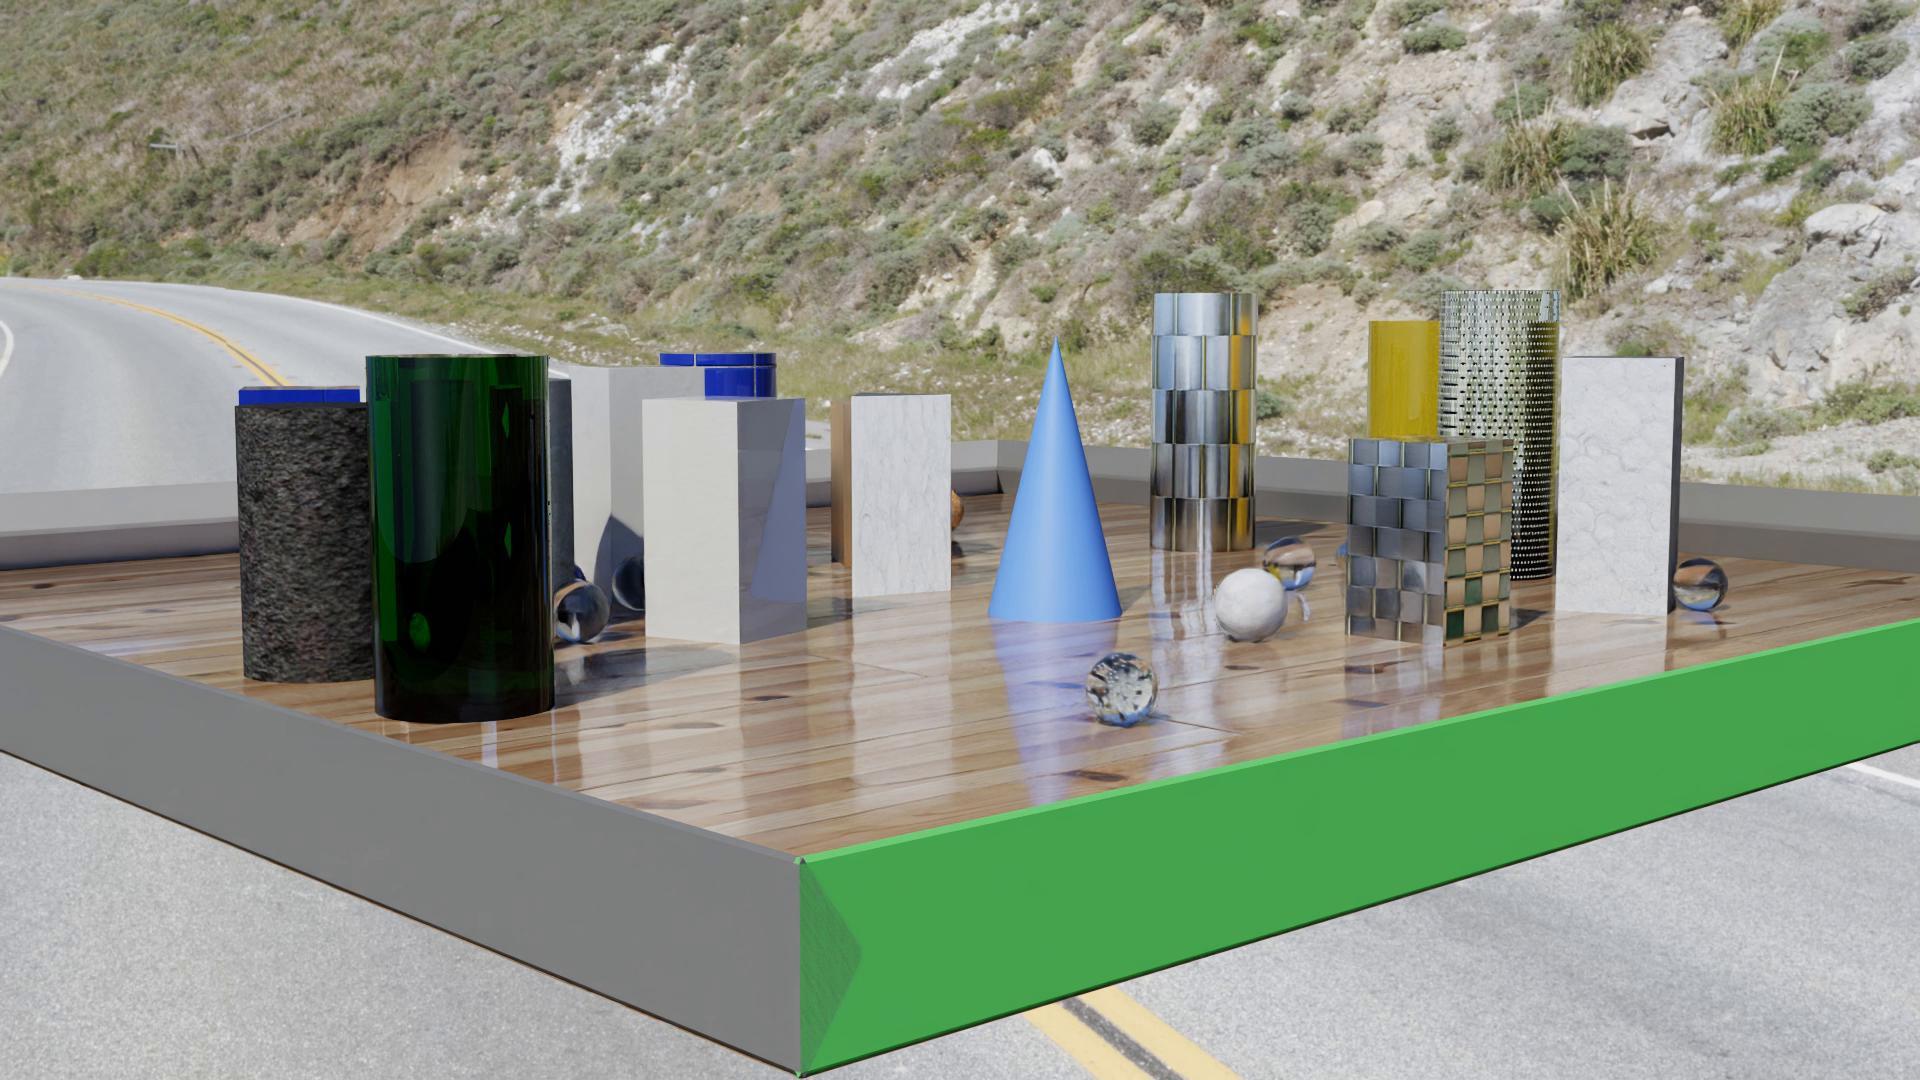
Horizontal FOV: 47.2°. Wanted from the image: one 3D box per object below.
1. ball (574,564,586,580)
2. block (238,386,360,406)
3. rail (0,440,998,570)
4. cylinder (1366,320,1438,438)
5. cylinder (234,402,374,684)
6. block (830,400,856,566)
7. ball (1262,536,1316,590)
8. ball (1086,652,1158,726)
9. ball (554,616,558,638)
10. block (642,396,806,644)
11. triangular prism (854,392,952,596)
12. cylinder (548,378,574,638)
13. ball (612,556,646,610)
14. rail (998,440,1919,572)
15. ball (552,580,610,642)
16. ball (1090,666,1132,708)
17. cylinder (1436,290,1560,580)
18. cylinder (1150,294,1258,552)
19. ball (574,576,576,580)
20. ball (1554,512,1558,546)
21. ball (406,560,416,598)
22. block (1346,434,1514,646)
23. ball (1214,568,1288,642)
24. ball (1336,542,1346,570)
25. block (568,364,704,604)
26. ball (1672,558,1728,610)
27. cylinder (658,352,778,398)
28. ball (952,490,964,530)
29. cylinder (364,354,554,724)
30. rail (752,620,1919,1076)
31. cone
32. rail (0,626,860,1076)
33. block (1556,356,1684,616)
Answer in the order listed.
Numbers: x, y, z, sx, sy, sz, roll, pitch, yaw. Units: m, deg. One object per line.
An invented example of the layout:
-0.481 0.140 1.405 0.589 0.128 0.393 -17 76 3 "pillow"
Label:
-0.595 0.067 3.279 0.076 0.076 0.076 0 6 0 "ball"
-0.924 -0.046 3.101 0.159 0.337 0.159 -2 6 -15 "block"
-0.974 -0.076 4.382 2.946 0.129 0.045 -5 8 -42 "rail"
0.835 -0.182 3.972 0.199 0.426 0.199 0 6 0 "cylinder"
-0.787 -0.002 2.717 0.199 0.329 0.199 0 6 0 "cylinder"
-0.141 -0.105 3.928 0.159 0.283 0.159 -1 6 -11 "block"
0.527 0.038 3.515 0.085 0.085 0.085 0 6 0 "ball"
0.174 0.160 2.371 0.078 0.078 0.078 0 6 0 "ball"
-0.560 0.115 2.896 0.060 0.060 0.060 0 6 0 "ball"
-0.323 -0.032 3.032 0.159 0.325 0.159 3 7 30 "block"
-0.125 -0.078 3.530 0.172 0.312 0.149 -3 7 -29 "triangular prism"
-0.636 -0.047 3.046 0.199 0.350 0.199 0 6 0 "cylinder"
-0.478 0.065 3.274 0.080 0.080 0.080 0 6 0 "ball"
1.065 -0.068 4.309 0.045 0.129 2.920 -5 8 -42 "rail"
-0.515 0.095 2.961 0.085 0.085 0.085 0 6 0 "ball"
0.169 0.166 2.469 0.047 0.047 0.047 0 6 0 "ball"
0.905 -0.180 3.713 0.199 0.478 0.199 0 6 0 "cylinder"
0.458 -0.224 4.139 0.199 0.477 0.199 0 6 0 "cylinder"
-0.600 0.070 3.198 0.087 0.087 0.087 0 6 0 "ball"
1.055 -0.020 4.034 0.093 0.093 0.093 0 6 0 "ball"
-0.860 0.061 3.305 0.083 0.083 0.083 0 6 0 "ball"
0.644 -0.004 3.021 0.159 0.270 0.159 -6 8 -43 "block"
0.393 0.087 2.969 0.099 0.099 0.099 0 6 0 "ball"
0.672 0.027 3.783 0.051 0.051 0.051 0 6 0 "ball"
-0.504 -0.092 3.436 0.159 0.359 0.159 -4 7 -32 "block"
1.102 0.066 3.275 0.079 0.079 0.079 0 6 0 "ball"
-0.409 -0.130 3.731 0.199 0.374 0.199 0 6 0 "cylinder"
-0.040 -0.059 4.405 0.094 0.094 0.094 0 6 0 "ball"
-0.557 -0.008 2.459 0.199 0.395 0.199 0 6 0 "cylinder"
0.974 0.143 2.282 2.946 0.129 0.045 -5 8 -42 "rail"
0.140 -0.096 3.229 0.199 0.411 0.199 0 6 0 "cone"
-1.065 0.135 2.354 0.045 0.129 2.920 -5 8 -42 "rail"
0.993 -0.087 3.307 0.159 0.375 0.159 2 6 23 "block"
